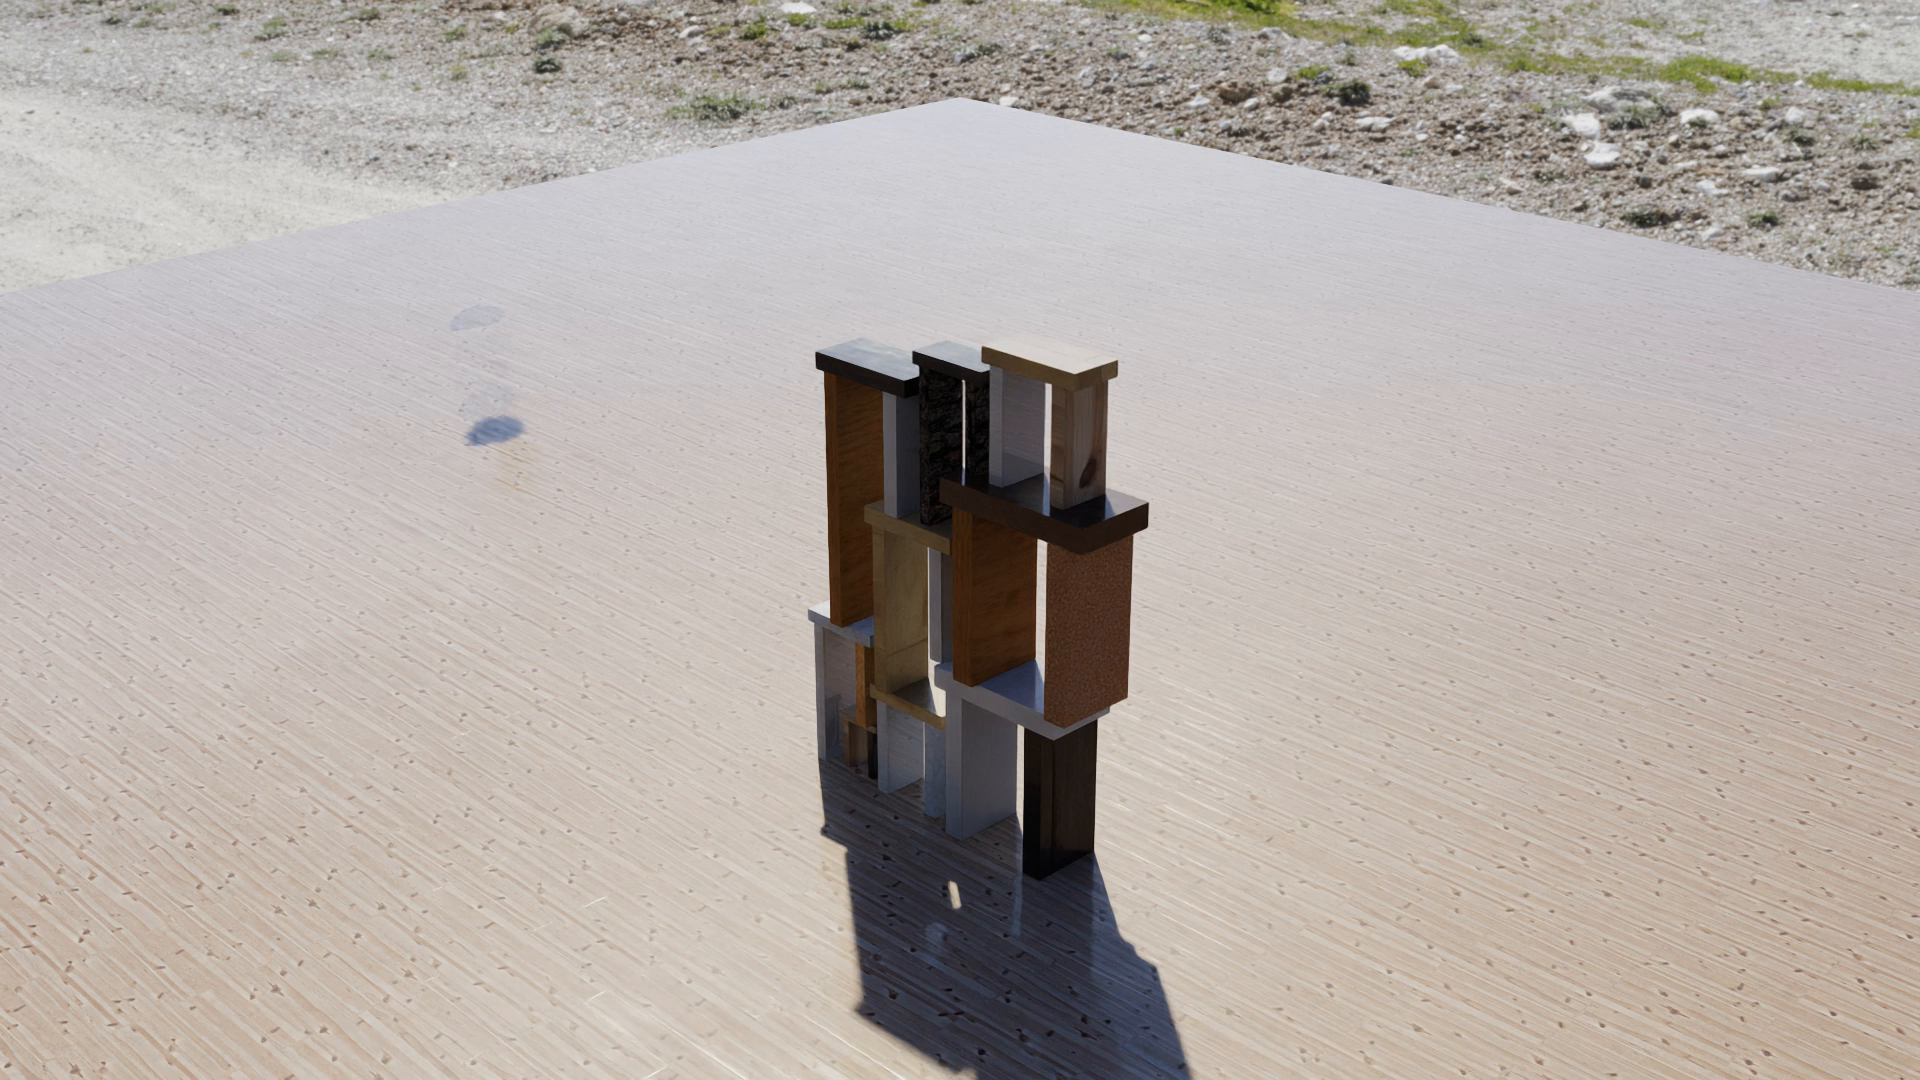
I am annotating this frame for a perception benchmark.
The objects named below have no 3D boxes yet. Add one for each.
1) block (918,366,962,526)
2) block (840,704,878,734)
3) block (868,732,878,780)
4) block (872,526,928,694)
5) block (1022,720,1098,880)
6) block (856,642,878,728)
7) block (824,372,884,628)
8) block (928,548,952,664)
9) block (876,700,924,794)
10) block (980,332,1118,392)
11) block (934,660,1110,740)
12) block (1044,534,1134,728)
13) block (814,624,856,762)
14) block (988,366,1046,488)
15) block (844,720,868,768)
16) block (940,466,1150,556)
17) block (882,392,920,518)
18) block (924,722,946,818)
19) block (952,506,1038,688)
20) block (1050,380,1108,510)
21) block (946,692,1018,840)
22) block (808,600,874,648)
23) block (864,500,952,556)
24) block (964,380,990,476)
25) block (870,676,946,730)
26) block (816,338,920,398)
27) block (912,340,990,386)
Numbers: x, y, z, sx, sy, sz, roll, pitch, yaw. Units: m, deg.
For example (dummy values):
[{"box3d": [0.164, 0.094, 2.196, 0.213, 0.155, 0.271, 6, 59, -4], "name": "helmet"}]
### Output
[{"box3d": [-0.036, -0.188, 4.182, 0.090, 0.318, 0.026, -21, 31, -41], "name": "block"}, {"box3d": [-0.192, 0.371, 4.583, 0.111, 0.016, 0.055, 21, 31, 41], "name": "block"}, {"box3d": [-0.166, 0.439, 4.584, 0.016, 0.111, 0.055, 21, 31, 41], "name": "block"}, {"box3d": [-0.118, 0.124, 4.399, 0.034, 0.360, 0.118, 21, 31, 41], "name": "block"}, {"box3d": [0.192, 0.481, 4.223, 0.045, 0.316, 0.158, 21, 31, 41], "name": "block"}, {"box3d": [-0.170, 0.284, 4.527, 0.027, 0.189, 0.094, 21, 31, 41], "name": "block"}, {"box3d": [-0.208, -0.092, 4.410, 0.036, 0.540, 0.126, 21, 31, 41], "name": "block"}, {"box3d": [-0.006, 0.111, 4.273, 0.034, 0.237, 0.118, 21, 31, 41], "name": "block"}, {"box3d": [-0.122, 0.409, 4.530, 0.029, 0.208, 0.104, 21, 31, 41], "name": "block"}, {"box3d": [0.159, -0.319, 3.921, 0.114, 0.032, 0.229, -21, 31, -40], "name": "block"}, {"box3d": [0.118, 0.286, 4.221, 0.316, 0.045, 0.158, 21, 31, 41], "name": "block"}, {"box3d": [0.235, 0.150, 4.027, 0.050, 0.356, 0.178, 21, 31, 41], "name": "block"}, {"box3d": [-0.259, 0.307, 4.633, 0.027, 0.315, 0.095, 21, 31, 41], "name": "block"}, {"box3d": [0.105, -0.220, 4.022, 0.032, 0.229, 0.114, 21, 31, 41], "name": "block"}, {"box3d": [-0.218, 0.419, 4.632, 0.016, 0.111, 0.055, 21, 31, 41], "name": "block"}, {"box3d": [0.151, -0.070, 4.024, 0.356, 0.050, 0.178, 21, 31, 41], "name": "block"}, {"box3d": [-0.090, -0.179, 4.245, 0.036, 0.251, 0.126, 21, 31, 41], "name": "block"}, {"box3d": [-0.024, 0.448, 4.440, 0.029, 0.208, 0.104, 21, 31, 41], "name": "block"}, {"box3d": [0.067, 0.085, 4.181, 0.050, 0.356, 0.178, 21, 31, 41], "name": "block"}, {"box3d": [0.212, -0.178, 3.923, 0.114, 0.229, 0.032, -21, 31, -41], "name": "block"}, {"box3d": [0.043, 0.423, 4.360, 0.045, 0.316, 0.158, 21, 31, 41], "name": "block"}, {"box3d": [-0.215, 0.167, 4.525, 0.189, 0.027, 0.094, 21, 31, 41], "name": "block"}, {"box3d": [-0.062, -0.035, 4.271, 0.237, 0.034, 0.118, 21, 31, 41], "name": "block"}, {"box3d": [0.050, -0.217, 4.076, 0.026, 0.181, 0.090, 21, 31, 41], "name": "block"}, {"box3d": [-0.073, 0.319, 4.438, 0.208, 0.029, 0.104, 21, 31, 41], "name": "block"}, {"box3d": [-0.149, -0.333, 4.243, 0.251, 0.036, 0.126, 21, 31, 40], "name": "block"}, {"box3d": [0.007, -0.329, 4.076, 0.090, 0.026, 0.181, -21, 31, -40], "name": "block"}]
